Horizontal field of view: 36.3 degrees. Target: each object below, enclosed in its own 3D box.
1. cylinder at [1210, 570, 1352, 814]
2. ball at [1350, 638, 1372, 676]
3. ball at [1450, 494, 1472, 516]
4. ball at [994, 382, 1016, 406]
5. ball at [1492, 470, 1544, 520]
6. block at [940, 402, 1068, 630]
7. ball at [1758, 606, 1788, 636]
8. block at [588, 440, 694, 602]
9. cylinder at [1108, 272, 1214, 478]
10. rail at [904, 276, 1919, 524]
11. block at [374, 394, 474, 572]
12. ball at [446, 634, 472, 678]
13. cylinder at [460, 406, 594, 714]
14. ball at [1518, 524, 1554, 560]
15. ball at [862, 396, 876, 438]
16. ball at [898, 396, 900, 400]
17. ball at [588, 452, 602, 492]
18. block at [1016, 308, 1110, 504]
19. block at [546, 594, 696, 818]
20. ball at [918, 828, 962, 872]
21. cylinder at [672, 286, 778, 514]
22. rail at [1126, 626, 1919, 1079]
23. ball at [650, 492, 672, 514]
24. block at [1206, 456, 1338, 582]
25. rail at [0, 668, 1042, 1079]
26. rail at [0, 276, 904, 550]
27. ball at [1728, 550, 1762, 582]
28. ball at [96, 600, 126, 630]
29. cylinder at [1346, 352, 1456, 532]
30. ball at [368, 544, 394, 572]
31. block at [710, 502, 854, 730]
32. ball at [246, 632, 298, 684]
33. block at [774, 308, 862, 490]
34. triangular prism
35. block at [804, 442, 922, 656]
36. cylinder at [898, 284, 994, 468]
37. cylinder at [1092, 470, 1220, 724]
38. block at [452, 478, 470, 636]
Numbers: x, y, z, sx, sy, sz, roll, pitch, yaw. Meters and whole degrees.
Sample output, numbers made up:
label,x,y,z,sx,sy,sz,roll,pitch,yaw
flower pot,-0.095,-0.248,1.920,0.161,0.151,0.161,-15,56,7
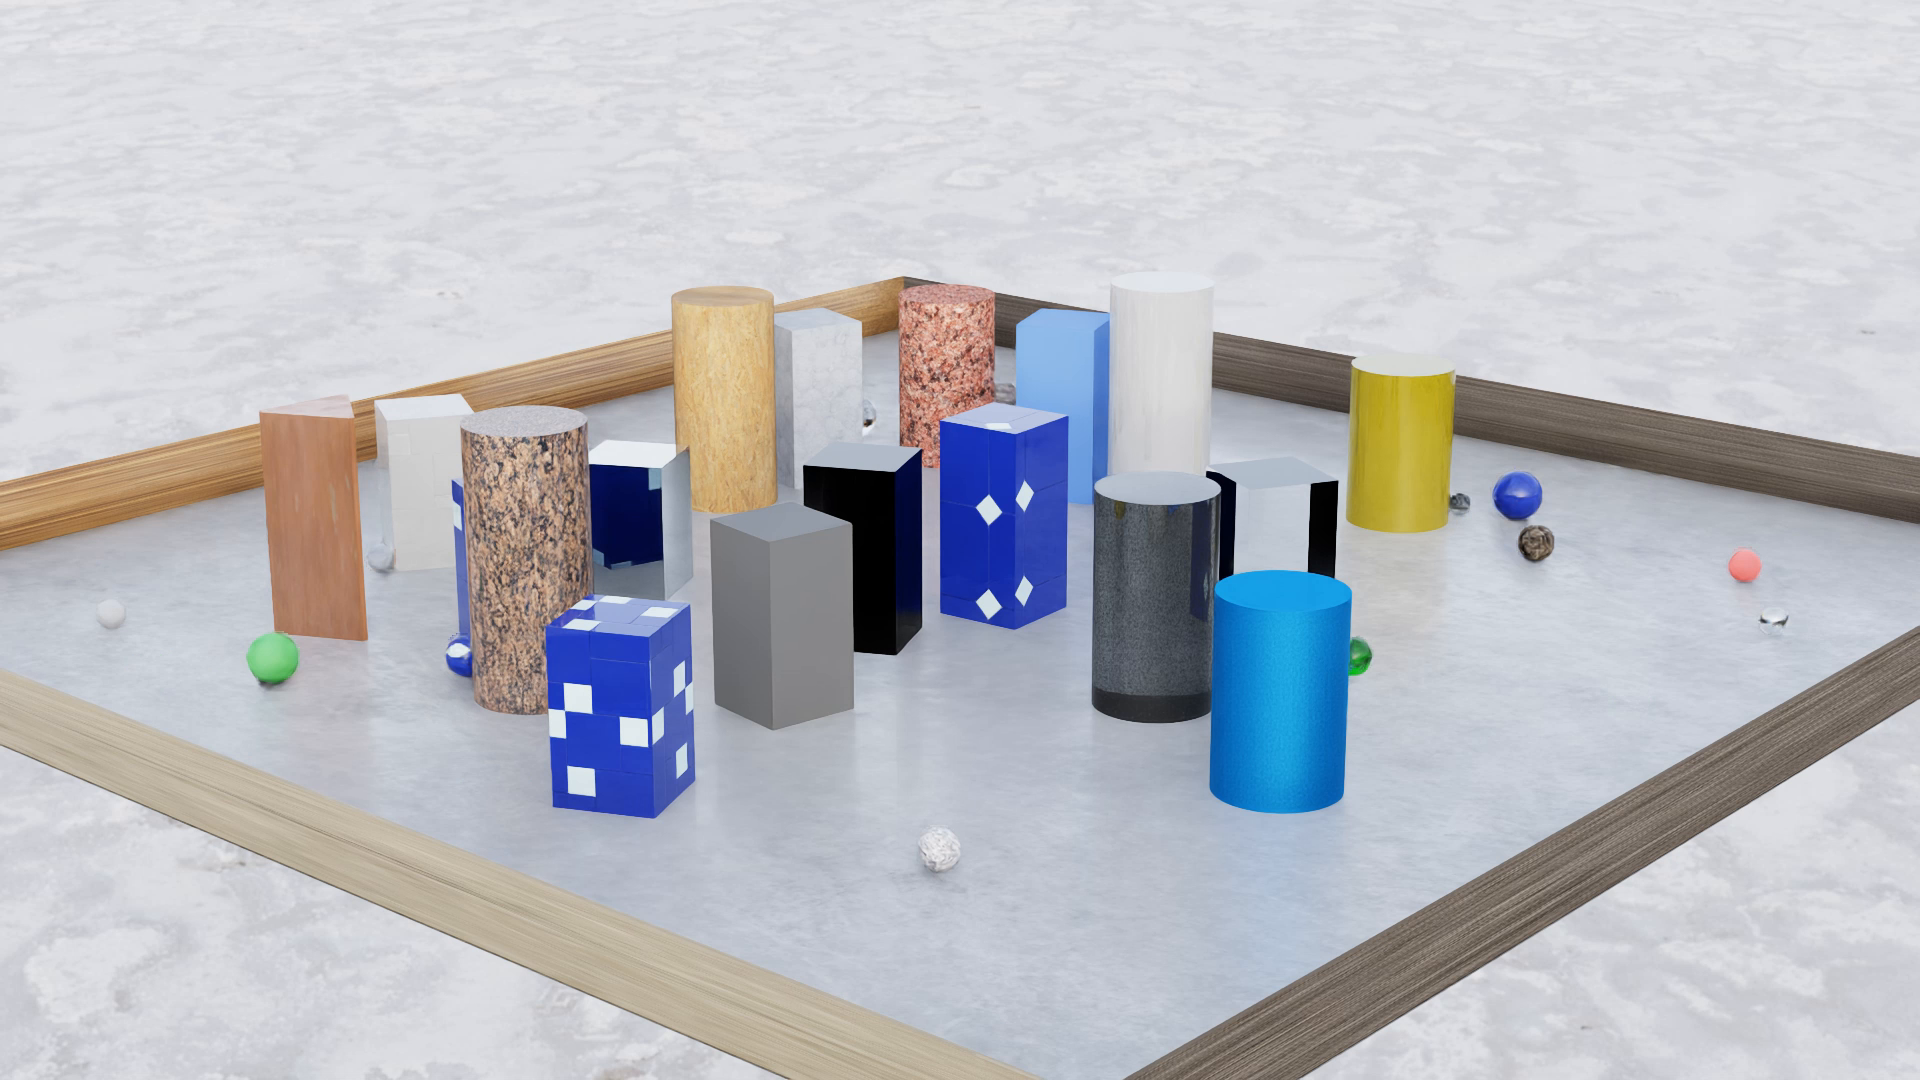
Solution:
label,x,y,z,sx,sy,sz,roll,pitch,yaw
cylinder,0.459,0.216,4.210,0.195,0.301,0.195,0,17,0
ball,0.630,0.187,4.706,0.062,0.062,0.062,0,17,0
ball,0.953,-0.068,5.585,0.042,0.042,0.042,0,17,0
ball,0.091,-0.289,6.243,0.094,0.094,0.094,0,17,0
ball,1.059,-0.085,5.567,0.095,0.095,0.095,0,17,0
block,0.075,-0.043,5.000,0.156,0.341,0.156,12,20,34
ball,1.364,0.135,4.916,0.048,0.048,0.048,0,17,0
block,-0.570,-0.034,5.143,0.156,0.242,0.156,4,17,13
cylinder,0.379,-0.267,5.550,0.195,0.452,0.195,0,17,0
rail,0.978,-0.293,6.198,2.997,0.127,0.045,14,22,39
block,-0.963,-0.105,5.312,0.156,0.280,0.156,-6,18,-18
ball,-0.793,0.186,4.713,0.068,0.068,0.068,0,17,0
cylinder,-0.671,0.030,4.577,0.195,0.446,0.195,0,17,0
ball,1.046,0.005,5.320,0.065,0.065,0.065,0,17,0
ball,-0.222,-0.259,6.142,0.096,0.096,0.096,0,17,0
ball,-0.090,-0.306,6.318,0.083,0.083,0.083,0,17,0
ball,-0.744,-0.133,5.739,0.087,0.087,0.087,0,17,0
block,0.208,-0.262,5.719,0.156,0.345,0.156,6,18,19
block,-0.484,0.236,4.195,0.156,0.271,0.156,5,17,16
ball,-0.028,0.418,3.960,0.059,0.059,0.059,0,17,0
cylinder,-0.453,-0.272,5.652,0.195,0.404,0.195,0,17,0
rail,1.114,0.311,4.194,0.045,0.127,3.031,14,22,39
ball,-0.573,-0.071,5.611,0.043,0.043,0.043,0,17,0
block,0.496,0.050,4.711,0.156,0.329,0.156,-6,18,-20
rail,-0.978,0.357,4.042,2.997,0.127,0.045,14,22,39
rail,-1.114,-0.247,6.046,0.045,0.127,3.031,14,22,39
ball,1.392,0.046,5.198,0.057,0.057,0.057,0,17,0
ball,-1.432,0.125,4.945,0.051,0.051,0.051,0,17,0
cylinder,0.832,-0.185,5.541,0.195,0.301,0.195,0,17,0
ball,-1.035,0.032,5.241,0.049,0.049,0.049,0,17,0
block,-0.275,0.116,4.543,0.156,0.301,0.156,-13,21,-37
ball,-1.098,0.188,4.683,0.081,0.081,0.081,0,17,0
block,-0.301,-0.284,5.836,0.156,0.319,0.156,-10,20,-31
triangular prism,-1.053,-0.042,4.924,0.169,0.383,0.146,5,17,15
block,-0.159,0.013,4.864,0.156,0.313,0.156,5,17,15
cylinder,-0.027,-0.335,5.972,0.195,0.339,0.195,0,17,0
cylinder,0.304,0.087,4.555,0.195,0.350,0.195,0,17,0
block,-0.732,0.041,4.835,0.156,0.276,0.156,-9,19,-26
